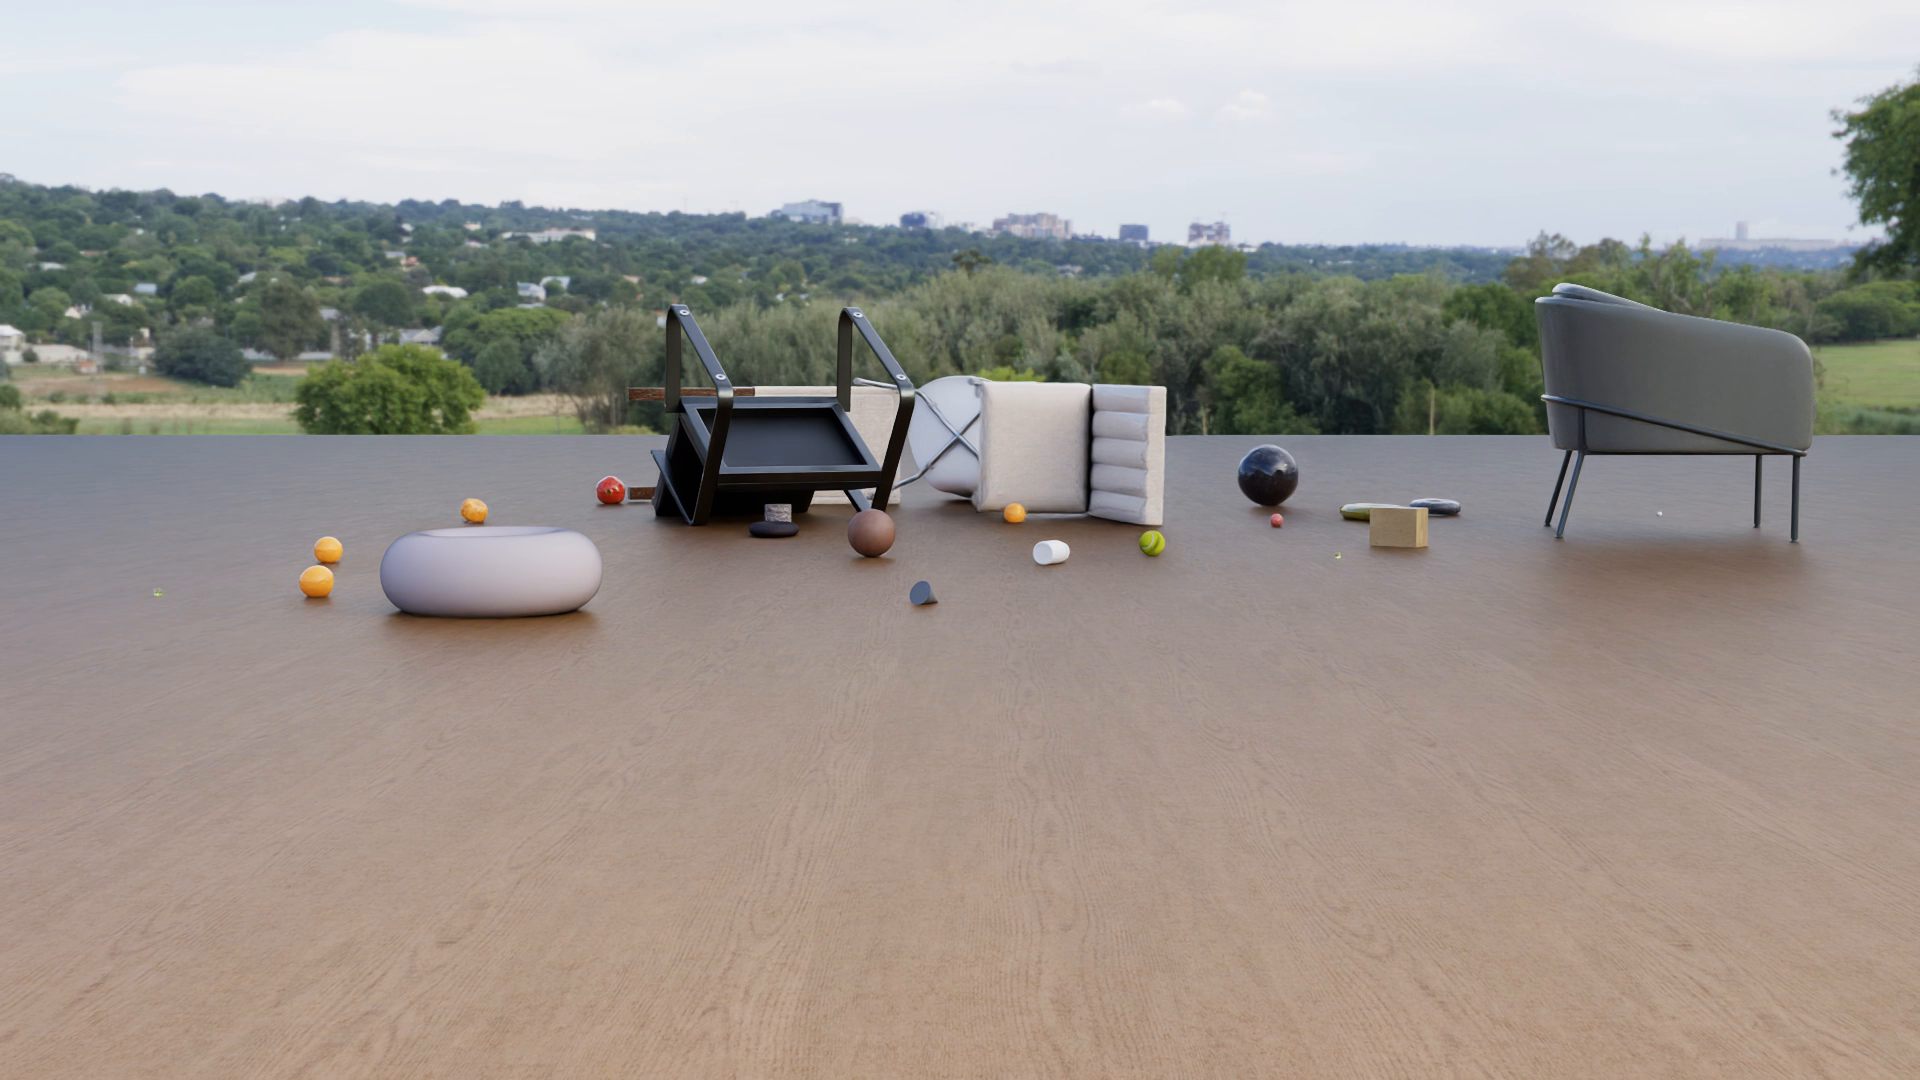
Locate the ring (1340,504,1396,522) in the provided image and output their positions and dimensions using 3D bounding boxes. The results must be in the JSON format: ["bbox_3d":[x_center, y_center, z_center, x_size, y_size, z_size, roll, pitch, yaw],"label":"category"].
[{"bbox_3d":[1.429,-0.093,7.530,0.193,0.053,0.412,-1,4,-18],"label":"ring"}]

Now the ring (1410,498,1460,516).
[{"bbox_3d":[1.704,-0.117,7.887,0.181,0.052,0.276,2,5,12],"label":"ring"}]

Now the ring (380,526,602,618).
[{"bbox_3d":[-0.951,0.063,4.466,0.478,0.163,0.404,2,5,32],"label":"ring"}]

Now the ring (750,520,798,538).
[{"bbox_3d":[-0.571,-0.034,6.750,0.152,0.040,0.285,1,4,-1],"label":"ring"}]

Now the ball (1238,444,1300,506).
[{"bbox_3d":[1.182,-0.247,8.431,0.235,0.235,0.235,0,4,0],"label":"ball"}]

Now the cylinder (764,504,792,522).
[{"bbox_3d":[-0.580,-0.072,7.002,0.080,0.082,0.090,3,5,40],"label":"cylinder"}]

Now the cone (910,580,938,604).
[{"bbox_3d":[-0.065,0.121,4.611,0.056,0.053,0.062,-6,-24,39],"label":"cone"}]

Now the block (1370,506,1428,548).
[{"bbox_3d":[1.259,-0.039,6.311,0.145,0.109,0.076,3,5,37],"label":"block"}]
